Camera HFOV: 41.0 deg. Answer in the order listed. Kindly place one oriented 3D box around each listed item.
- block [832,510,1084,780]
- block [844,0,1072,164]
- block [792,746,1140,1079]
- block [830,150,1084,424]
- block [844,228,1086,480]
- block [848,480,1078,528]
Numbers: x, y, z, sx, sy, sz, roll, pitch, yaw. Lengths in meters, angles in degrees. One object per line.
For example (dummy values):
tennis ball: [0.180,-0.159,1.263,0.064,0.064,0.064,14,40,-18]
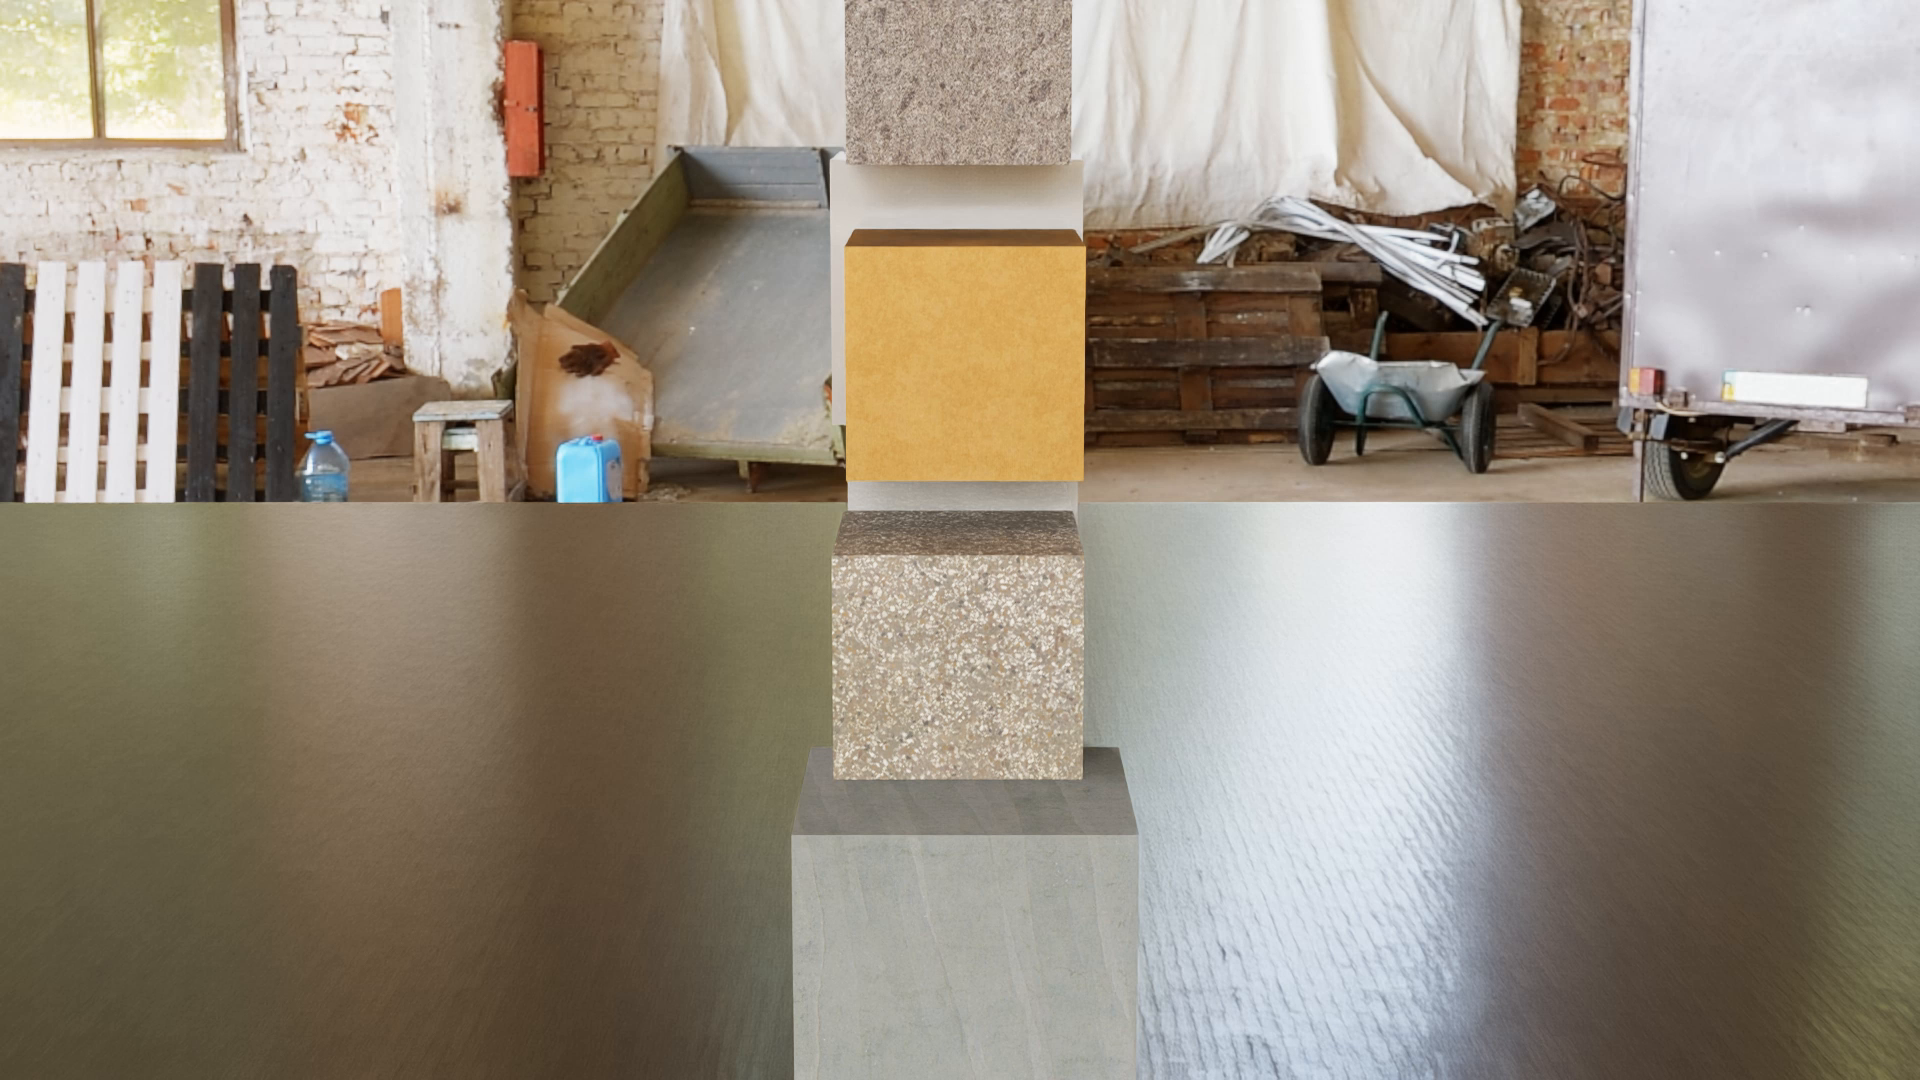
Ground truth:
block: [-0.007,0.382,9.894,0.920,0.840,1.003,0,10,0]
block: [-0.006,-2.081,10.370,0.880,1.079,0.922,0,11,0]
block: [0.018,1.366,9.443,1.191,0.934,1.167,0,10,0]
block: [-0.013,-1.109,11.063,1.037,1.091,0.981,0,11,0]
block: [0.019,-0.751,10.138,0.903,0.888,0.947,0,11,0]
block: [0.011,0.110,10.839,0.923,1.064,0.947,0,11,0]
